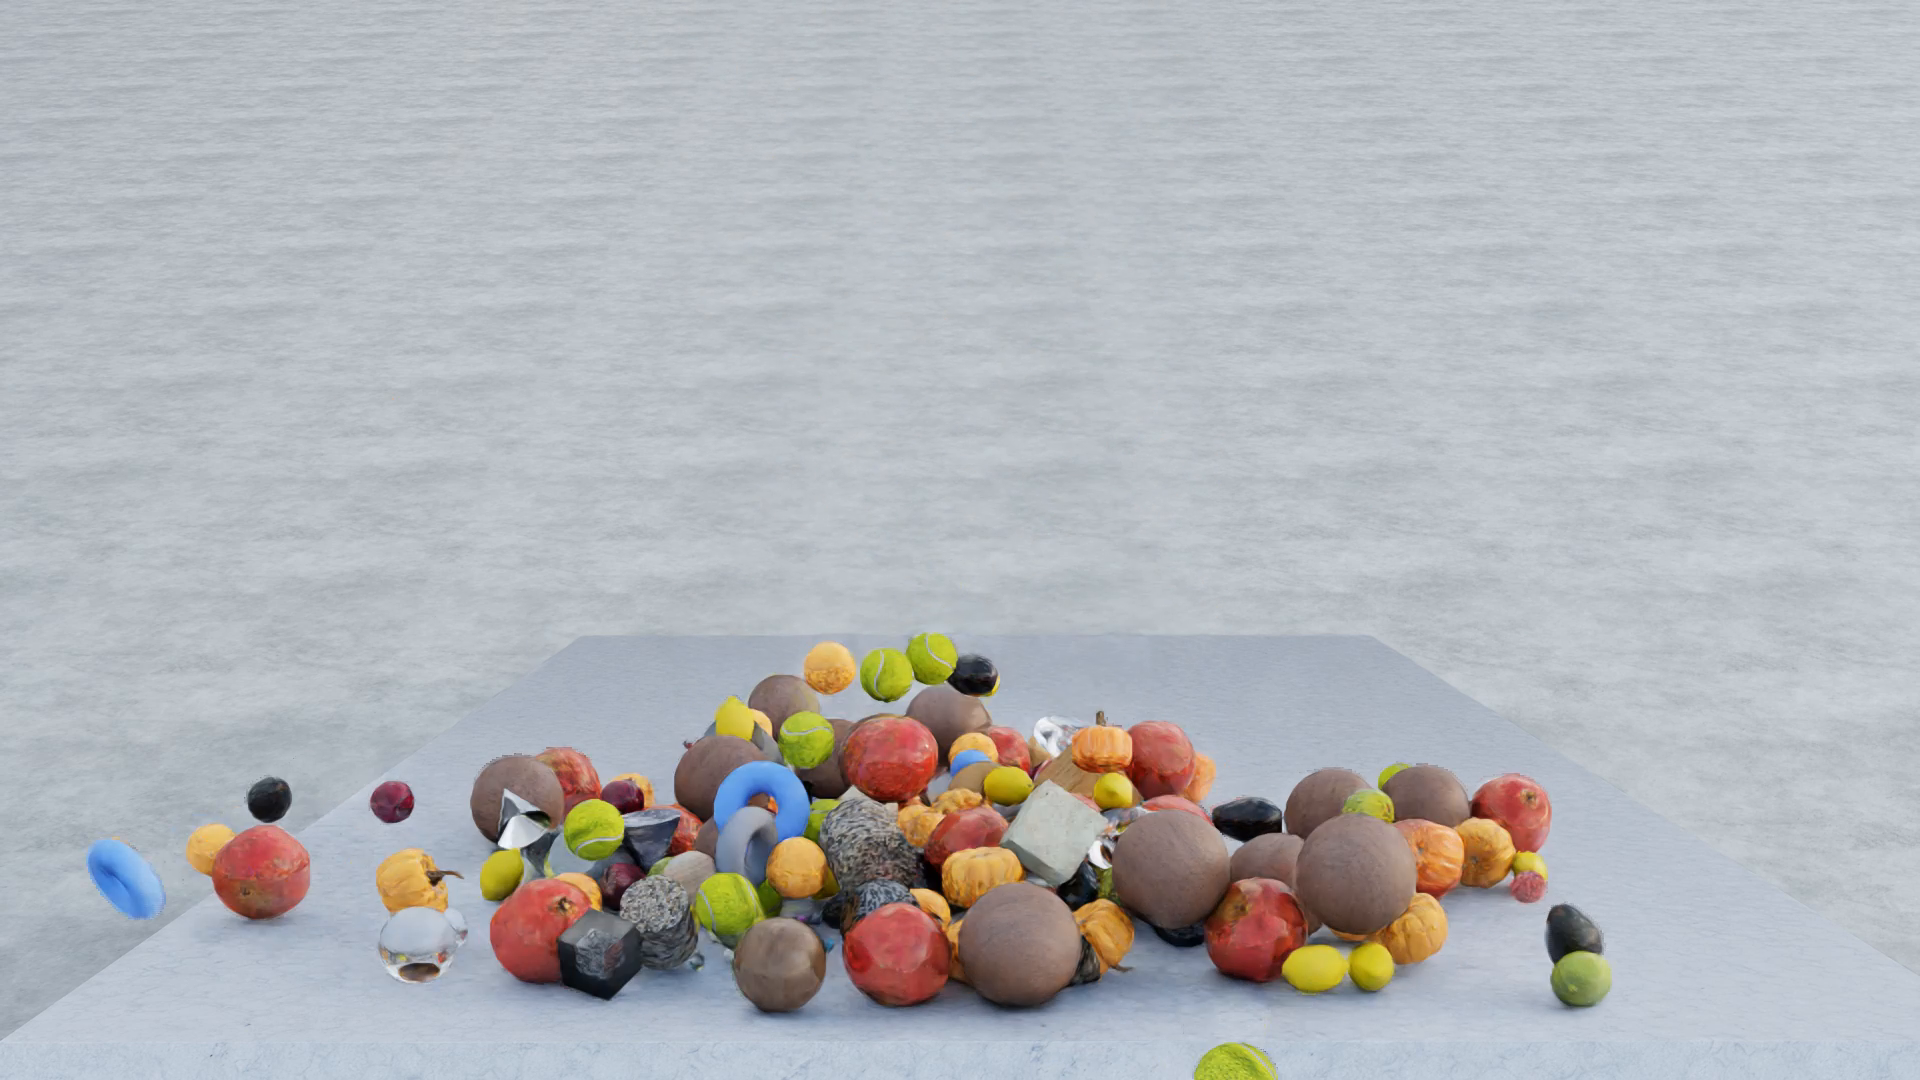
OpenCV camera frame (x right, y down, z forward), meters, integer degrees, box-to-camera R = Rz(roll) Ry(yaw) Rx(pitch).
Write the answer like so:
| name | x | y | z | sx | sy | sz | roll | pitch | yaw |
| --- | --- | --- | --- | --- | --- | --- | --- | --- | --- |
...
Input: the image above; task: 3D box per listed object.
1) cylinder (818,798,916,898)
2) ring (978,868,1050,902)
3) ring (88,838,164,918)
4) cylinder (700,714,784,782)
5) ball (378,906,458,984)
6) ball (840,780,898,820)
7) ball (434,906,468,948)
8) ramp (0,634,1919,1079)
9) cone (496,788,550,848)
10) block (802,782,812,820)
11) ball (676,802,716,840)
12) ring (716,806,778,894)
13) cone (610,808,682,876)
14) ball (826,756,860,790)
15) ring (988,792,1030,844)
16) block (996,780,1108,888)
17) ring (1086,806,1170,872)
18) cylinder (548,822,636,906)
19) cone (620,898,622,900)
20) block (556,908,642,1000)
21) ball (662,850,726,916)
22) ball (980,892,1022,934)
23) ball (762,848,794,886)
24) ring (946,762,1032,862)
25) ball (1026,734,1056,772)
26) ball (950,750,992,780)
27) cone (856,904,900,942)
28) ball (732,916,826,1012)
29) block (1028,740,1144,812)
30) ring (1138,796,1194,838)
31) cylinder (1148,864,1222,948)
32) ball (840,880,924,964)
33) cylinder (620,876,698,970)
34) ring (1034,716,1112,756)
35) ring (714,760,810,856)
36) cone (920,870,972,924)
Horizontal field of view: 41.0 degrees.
| name | x | y | z | sx | sy | sz | roll | pitch | yaw |
| --- | --- | --- | --- | --- | --- | --- | --- | --- | --- |
| cylinder | -0.109 | 0.365 | 3.000 | 0.094 | 0.094 | 0.094 | -6 | 22 | -16 |
| ring | 0.068 | 0.436 | 3.237 | 0.093 | 0.031 | 0.093 | 0 | 5 | 0 |
| ring | -0.878 | 0.357 | 2.701 | 0.097 | 0.097 | 0.032 | 15 | 42 | 36 |
| cylinder | -0.295 | 0.294 | 3.492 | 0.090 | 0.090 | 0.090 | 7 | -20 | 18 |
| ball | -0.587 | 0.438 | 2.778 | 0.084 | 0.084 | 0.084 | 0 | 20 | 0 |
| ball | -0.115 | 0.340 | 3.228 | 0.076 | 0.076 | 0.076 | 0 | 20 | 0 |
| ball | -0.588 | 0.444 | 2.925 | 0.055 | 0.055 | 0.055 | 0 | 20 | 0 |
| ramp | 0.046 | 0.418 | 4.535 | 2.000 | 0.100 | 4.000 | 0 | 4 | 0 |
| cone | -0.571 | 0.344 | 3.287 | 0.072 | 0.072 | 0.072 | -11 | 50 | -28 |
| block | -0.250 | 0.388 | 3.812 | 0.052 | 0.052 | 0.052 | 0 | 4 | 6 |
| ball | -0.374 | 0.398 | 3.633 | 0.056 | 0.056 | 0.056 | 0 | 20 | 0 |
| ring | -0.246 | 0.358 | 2.961 | 0.034 | 0.103 | 0.103 | 9 | 22 | 29 |
| cone | -0.387 | 0.390 | 3.200 | 0.090 | 0.090 | 0.090 | -6 | 7 | 1 |
| ball | -0.186 | 0.370 | 4.088 | 0.053 | 0.053 | 0.053 | 0 | 20 | 0 |
| ring | 0.079 | 0.370 | 3.353 | 0.086 | 0.086 | 0.029 | 2 | 13 | 6 |
| block | 0.107 | 0.343 | 2.995 | 0.084 | 0.084 | 0.084 | 34 | -17 | -1 |
| ring | 0.197 | 0.358 | 3.075 | 0.108 | 0.036 | 0.108 | -4 | 29 | 2 |
| cylinder | -0.454 | 0.400 | 3.174 | 0.078 | 0.078 | 0.078 | -15 | 52 | 20 |
| cone | -0.440 | 0.424 | 3.238 | 0.053 | 0.053 | 0.053 | 0 | 4 | 0 |
| block | -0.381 | 0.438 | 2.717 | 0.060 | 0.060 | 0.060 | 13 | 32 | 26 |
| ball | -0.319 | 0.411 | 3.067 | 0.078 | 0.078 | 0.078 | 0 | 20 | 0 |
| ball | 0.049 | 0.439 | 3.023 | 0.050 | 0.050 | 0.050 | 0 | 20 | 0 |
| ball | -0.255 | 0.406 | 3.307 | 0.081 | 0.081 | 0.081 | 0 | 20 | 0 |
| ring | 0.045 | 0.371 | 3.498 | 0.146 | 0.146 | 0.049 | -20 | -13 | -44 |
| ball | 0.149 | 0.348 | 4.224 | 0.081 | 0.081 | 0.081 | 0 | 20 | 0 |
| ball | 0.017 | 0.334 | 3.713 | 0.062 | 0.062 | 0.062 | 0 | 20 | 0 |
| cone | -0.086 | 0.454 | 3.002 | 0.050 | 0.050 | 0.050 | -16 | 41 | -37 |
| ball | -0.187 | 0.439 | 2.657 | 0.097 | 0.097 | 0.097 | 0 | 20 | 0 |
| block | 0.167 | 0.334 | 3.400 | 0.090 | 0.090 | 0.090 | -43 | 21 | -18 |
| ring | 0.265 | 0.399 | 3.682 | 0.143 | 0.048 | 0.143 | 1 | 3 | 0 |
| cylinder | 0.263 | 0.425 | 2.985 | 0.083 | 0.083 | 0.083 | 2 | 3 | 6 |
| ball | -0.087 | 0.423 | 2.840 | 0.093 | 0.093 | 0.093 | 0 | 20 | 0 |
| cylinder | -0.333 | 0.423 | 2.837 | 0.075 | 0.075 | 0.075 | -3 | 48 | 3 |
| ring | 0.155 | 0.273 | 3.510 | 0.111 | 0.037 | 0.111 | 15 | 14 | -4 |
| ring | -0.238 | 0.323 | 3.078 | 0.116 | 0.116 | 0.039 | 1 | -5 | 4 |
| cone | -0.029 | 0.445 | 3.100 | 0.066 | 0.066 | 0.066 | 8 | 33 | 21 |
